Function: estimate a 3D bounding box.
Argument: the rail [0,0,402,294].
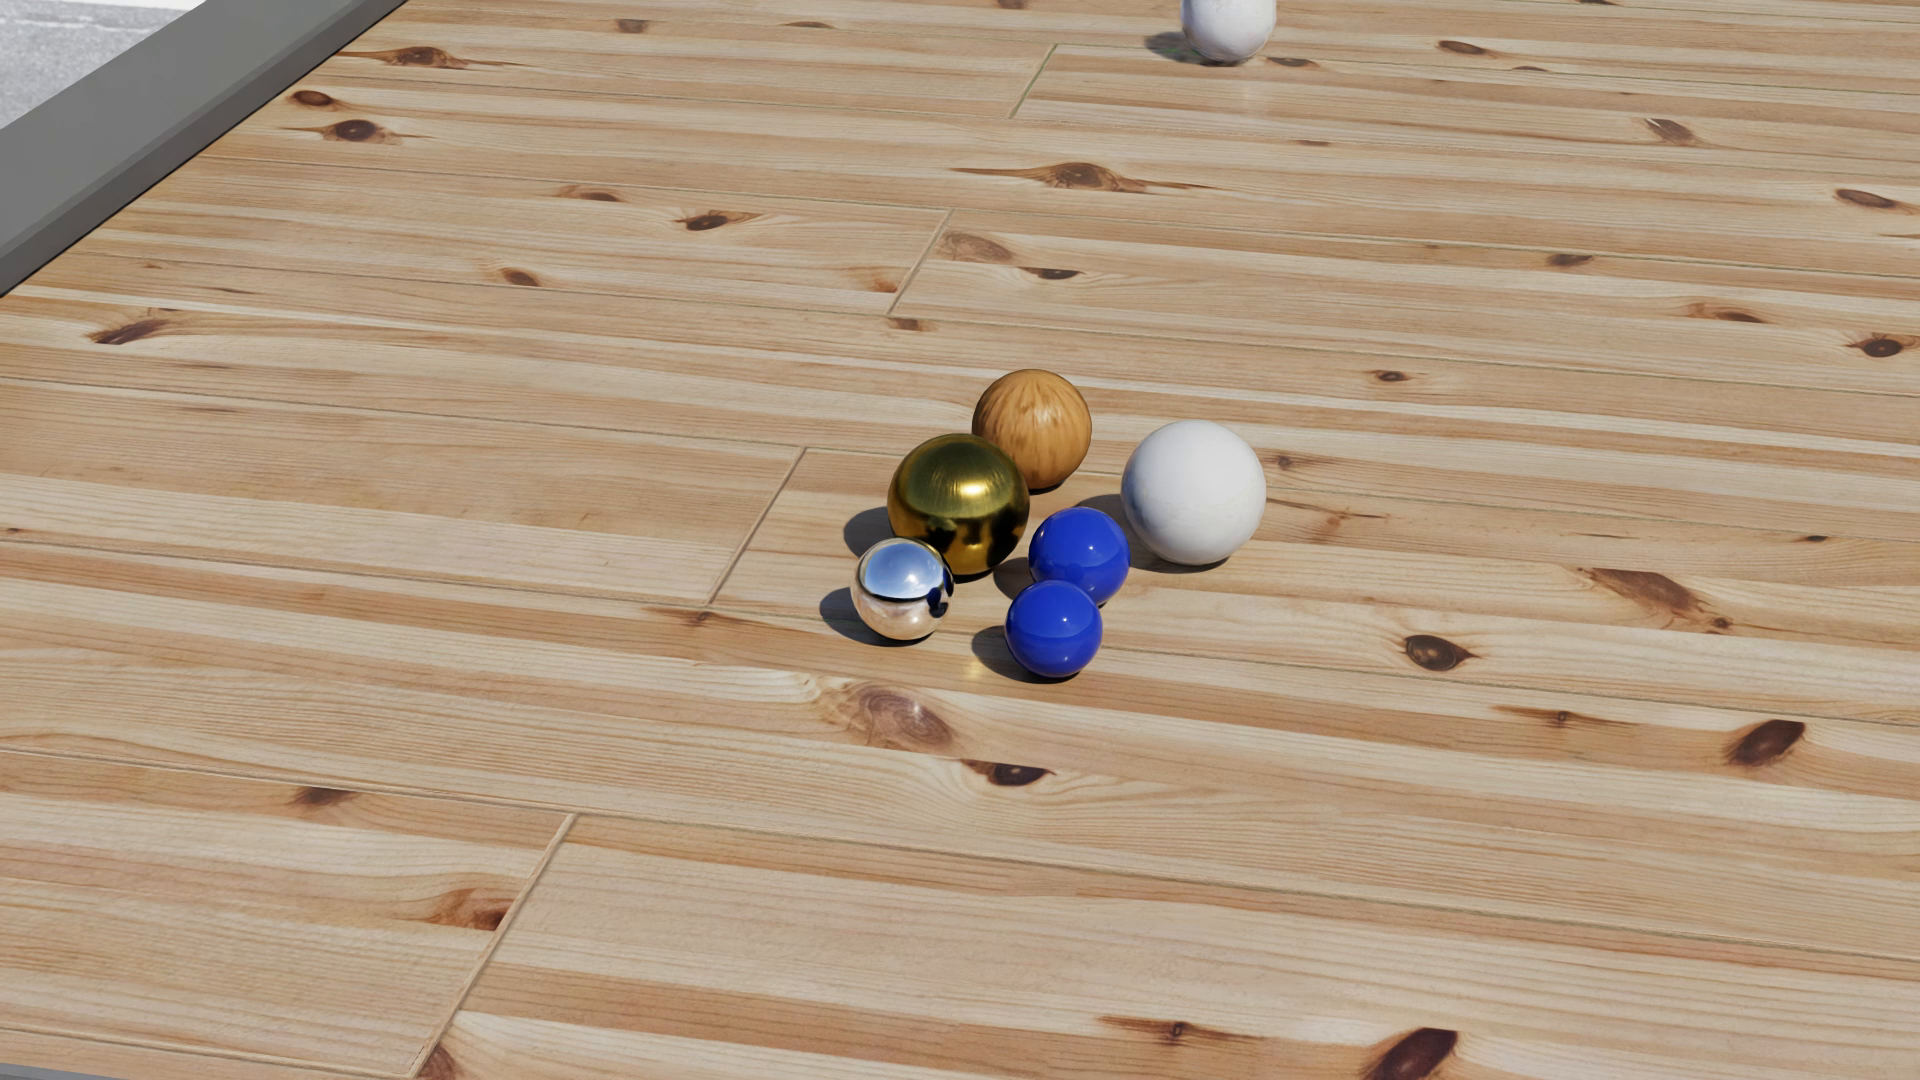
[{"bbox_3d":[-0.657,-0.412,2.624,0.045,0.123,2.933,5,27,11],"label":"rail"}]

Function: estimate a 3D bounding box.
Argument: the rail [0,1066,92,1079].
[{"bbox_3d":[-0.145,0.283,1.205,1.695,0.123,0.045,5,27,11],"label":"rail"}]

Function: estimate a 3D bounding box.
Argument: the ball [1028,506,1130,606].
[{"bbox_3d":[0.074,0.011,1.830,0.064,0.064,0.064,0,26,0],"label":"ball"}]

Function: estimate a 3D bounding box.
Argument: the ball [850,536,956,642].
[{"bbox_3d":[-0.035,0.030,1.792,0.064,0.064,0.064,0,26,0],"label":"ball"}]

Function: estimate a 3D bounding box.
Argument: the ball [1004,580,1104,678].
[{"bbox_3d":[0.056,0.053,1.750,0.059,0.059,0.059,0,26,0],"label":"ball"}]

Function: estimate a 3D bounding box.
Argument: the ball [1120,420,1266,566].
[{"bbox_3d":[0.149,-0.030,1.881,0.094,0.094,0.094,0,26,0],"label":"ball"}]

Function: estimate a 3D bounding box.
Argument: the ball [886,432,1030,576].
[{"bbox_3d":[-0.001,-0.022,1.867,0.091,0.091,0.091,0,26,0],"label":"ball"}]

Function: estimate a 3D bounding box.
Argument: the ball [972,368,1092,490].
[{"bbox_3d":[0.048,-0.075,1.986,0.082,0.082,0.082,0,26,0],"label":"ball"}]

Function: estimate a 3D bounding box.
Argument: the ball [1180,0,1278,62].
[{"bbox_3d":[0.261,-0.513,2.865,0.095,0.095,0.095,0,26,0],"label":"ball"}]
